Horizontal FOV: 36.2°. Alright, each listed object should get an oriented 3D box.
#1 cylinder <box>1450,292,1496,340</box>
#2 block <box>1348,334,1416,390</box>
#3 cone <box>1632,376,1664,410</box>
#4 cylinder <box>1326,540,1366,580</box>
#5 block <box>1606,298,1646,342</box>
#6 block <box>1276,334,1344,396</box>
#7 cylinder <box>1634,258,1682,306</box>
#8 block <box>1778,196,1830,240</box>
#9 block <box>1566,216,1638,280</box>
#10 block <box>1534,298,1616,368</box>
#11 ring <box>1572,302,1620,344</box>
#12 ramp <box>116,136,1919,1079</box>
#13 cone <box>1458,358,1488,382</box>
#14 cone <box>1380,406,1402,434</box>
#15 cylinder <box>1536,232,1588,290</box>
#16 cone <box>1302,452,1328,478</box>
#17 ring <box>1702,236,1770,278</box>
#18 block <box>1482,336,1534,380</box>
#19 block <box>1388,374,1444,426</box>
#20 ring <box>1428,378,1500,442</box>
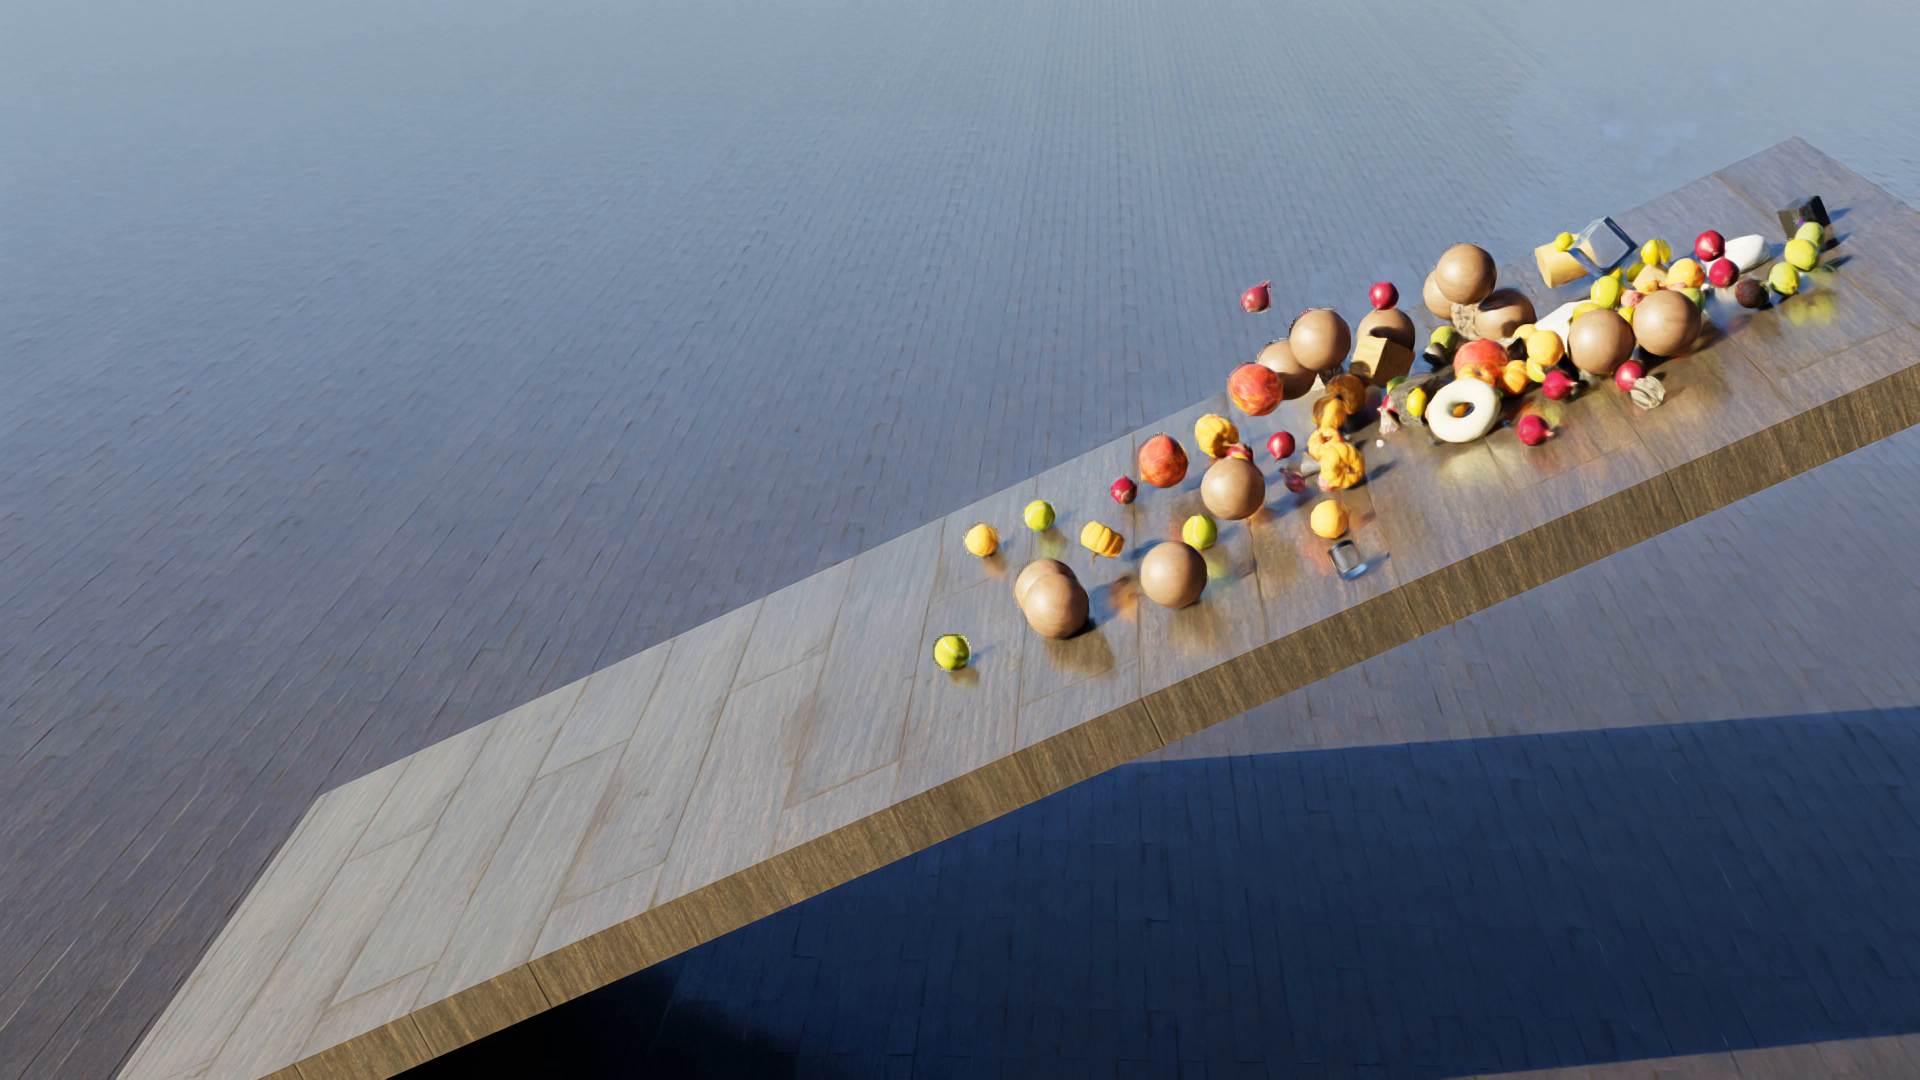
[{"bbox_3d":[1.139,-0.498,6.534,0.090,0.090,0.090,1,17,5],"label":"cylinder"},{"bbox_3d":[0.919,-0.385,6.408,0.090,0.090,0.090,20,-1,-31],"label":"block"},{"bbox_3d":[1.295,-0.272,5.505,0.061,0.061,0.061,9,1,28],"label":"cone"},{"bbox_3d":[0.702,0.035,5.340,0.054,0.054,0.054,-22,-21,-9],"label":"cylinder"},{"bbox_3d":[1.352,-0.449,6.004,0.063,0.063,0.063,-26,13,-1],"label":"block"},{"bbox_3d":[0.808,-0.403,6.788,0.094,0.094,0.094,-13,18,43],"label":"block"},{"bbox_3d":[1.442,-0.532,6.079,0.071,0.071,0.071,36,18,-2],"label":"cylinder"},{"bbox_3d":[1.749,-0.669,6.097,0.064,0.064,0.064,-32,14,-23],"label":"block"},{"bbox_3d":[1.358,-0.617,6.226,0.091,0.091,0.091,-47,5,-3],"label":"block"},{"bbox_3d":[1.256,-0.423,6.004,0.097,0.097,0.097,-33,14,-27],"label":"block"},{"bbox_3d":[1.276,-0.436,5.903,0.034,0.103,0.103,-50,37,-17],"label":"ring"},{"bbox_3d":[0.136,0.169,6.282,4.000,0.100,2.000,-24,13,9],"label":"ramp"},{"bbox_3d":[1.091,-0.345,6.168,0.067,0.067,0.067,13,8,38],"label":"cone"},{"bbox_3d":[0.893,-0.259,6.161,0.052,0.052,0.052,-25,13,6],"label":"cone"},{"bbox_3d":[1.338,-0.618,6.517,0.095,0.095,0.095,-23,14,6],"label":"cylinder"},{"bbox_3d":[0.740,-0.154,6.109,0.054,0.054,0.054,5,17,12],"label":"cone"},{"bbox_3d":[1.604,-0.585,6.083,0.148,0.049,0.148,-24,12,6],"label":"ring"},{"bbox_3d":[1.139,-0.377,6.118,0.064,0.064,0.064,-37,16,-25],"label":"block"},{"bbox_3d":[0.955,-0.290,6.107,0.079,0.079,0.079,-31,14,-20],"label":"block"},{"bbox_3d":[1.001,-0.257,5.838,0.146,0.049,0.146,-15,51,20],"label":"ring"}]
